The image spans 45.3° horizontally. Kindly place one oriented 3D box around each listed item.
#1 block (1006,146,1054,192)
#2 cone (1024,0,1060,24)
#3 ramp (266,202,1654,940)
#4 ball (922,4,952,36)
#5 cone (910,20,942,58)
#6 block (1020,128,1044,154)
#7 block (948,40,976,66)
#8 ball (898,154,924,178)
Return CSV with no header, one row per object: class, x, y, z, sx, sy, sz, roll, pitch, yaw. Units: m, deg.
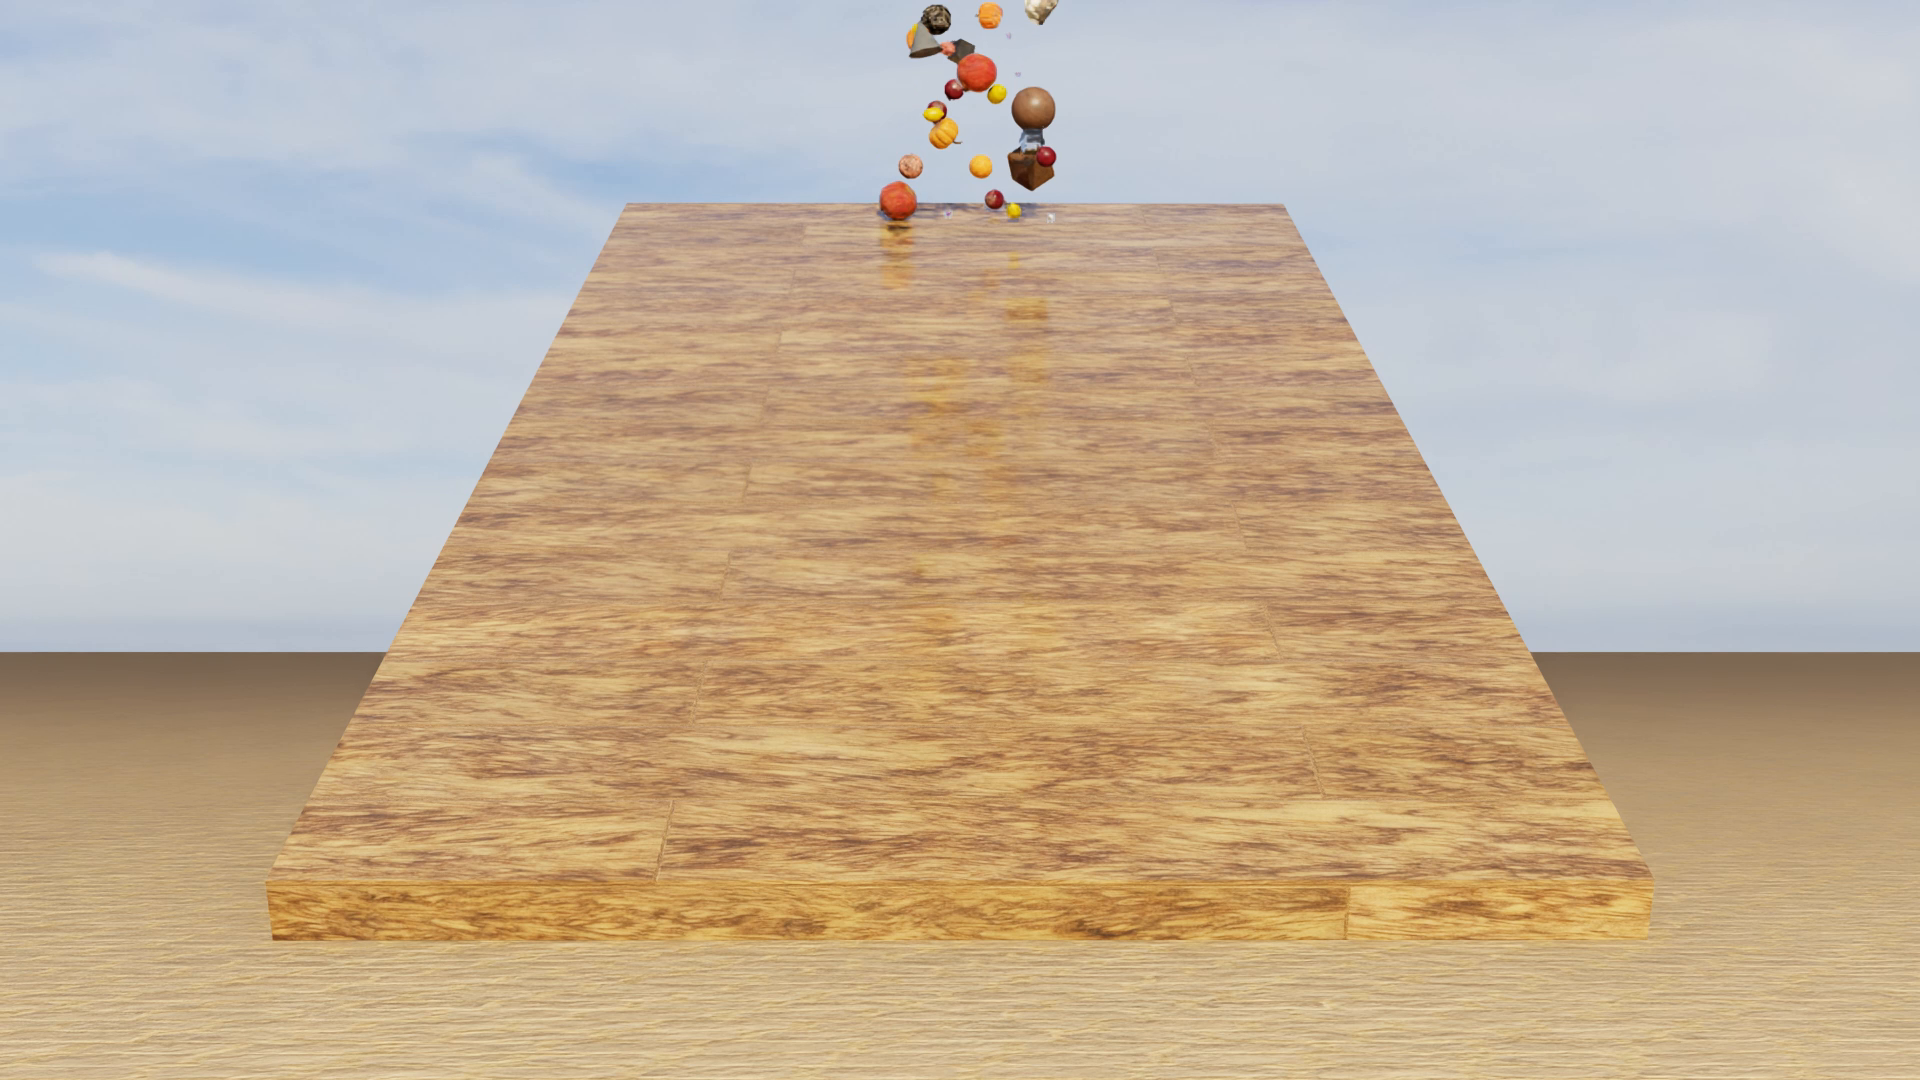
block,0.210,-1.107,6.805,0.091,0.091,0.091,-35,49,-19
cone,0.253,-1.544,6.620,0.099,0.099,0.099,-9,-8,41
ramp,-0.007,-0.222,5.180,2.000,0.100,4.000,0,22,0
ball,-0.070,-1.548,6.843,0.089,0.089,0.089,0,-3,0
cone,-0.105,-1.408,6.426,0.097,0.097,0.097,-12,-2,0
block,0.208,-1.150,6.642,0.053,0.053,0.053,-5,-30,-15
block,0.004,-1.455,6.864,0.054,0.054,0.054,21,-10,-33
ball,-0.138,-1.044,6.431,0.070,0.070,0.070,0,-3,0
